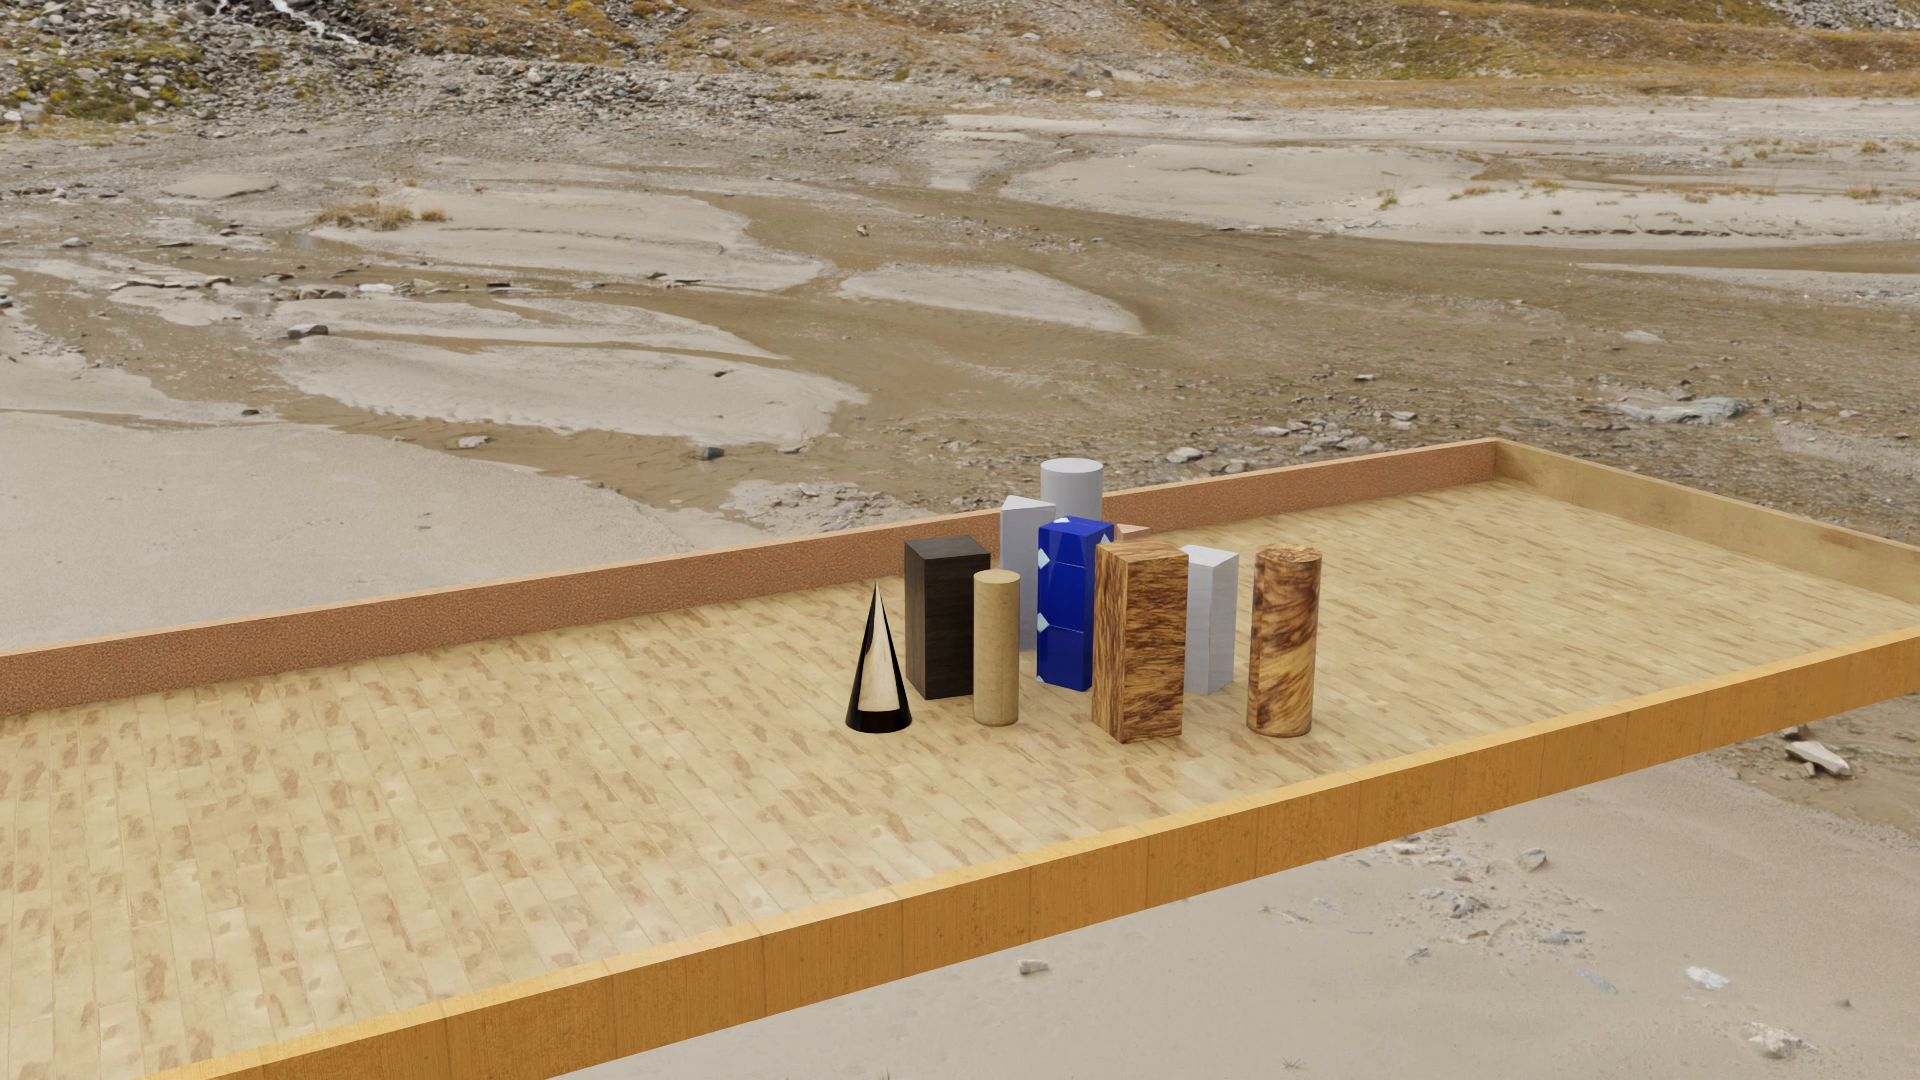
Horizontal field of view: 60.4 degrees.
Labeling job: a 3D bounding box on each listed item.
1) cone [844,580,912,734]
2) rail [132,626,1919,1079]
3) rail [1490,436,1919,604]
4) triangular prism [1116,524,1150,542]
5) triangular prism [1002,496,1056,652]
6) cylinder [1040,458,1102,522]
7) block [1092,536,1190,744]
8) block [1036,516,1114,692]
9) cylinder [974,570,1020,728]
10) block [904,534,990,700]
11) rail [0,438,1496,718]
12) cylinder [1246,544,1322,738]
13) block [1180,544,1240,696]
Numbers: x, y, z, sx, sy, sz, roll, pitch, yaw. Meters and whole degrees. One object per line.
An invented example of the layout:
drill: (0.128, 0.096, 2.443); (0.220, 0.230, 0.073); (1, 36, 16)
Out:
cone: (-0.192, 0.258, 3.853); (0.160, 0.352, 0.160); (0, 16, 0)
rail: (-2.336, 1.006, 1.665); (12.000, 0.150, 0.050); (-9, 18, -27)
rail: (2.466, -0.048, 5.253); (0.050, 0.150, 2.100); (-9, 18, -27)
triangular prism: (0.436, 0.124, 4.348); (0.090, 0.329, 0.078); (-11, 20, -33)
triangular prism: (0.155, 0.086, 4.364); (0.152, 0.393, 0.131); (-6, 17, -19)
cylinder: (0.307, 0.000, 4.593); (0.171, 0.429, 0.171); (0, 16, 0)
block: (0.412, 0.230, 3.800); (0.155, 0.436, 0.155); (-7, 18, -22)
block: (0.286, 0.157, 4.110); (0.135, 0.401, 0.135); (11, 20, 34)
cylinder: (0.085, 0.254, 3.866); (0.108, 0.353, 0.108); (0, 16, 0)
block: (-0.032, 0.189, 4.074); (0.167, 0.360, 0.167); (-5, 17, -18)
rail: (-3.305, 0.497, 3.399); (12.000, 0.150, 0.050); (-9, 18, -27)
cylinder: (0.748, 0.232, 3.813); (0.150, 0.424, 0.150); (0, 16, 0)
block: (0.592, 0.197, 4.095); (0.138, 0.332, 0.138); (11, 20, 34)
